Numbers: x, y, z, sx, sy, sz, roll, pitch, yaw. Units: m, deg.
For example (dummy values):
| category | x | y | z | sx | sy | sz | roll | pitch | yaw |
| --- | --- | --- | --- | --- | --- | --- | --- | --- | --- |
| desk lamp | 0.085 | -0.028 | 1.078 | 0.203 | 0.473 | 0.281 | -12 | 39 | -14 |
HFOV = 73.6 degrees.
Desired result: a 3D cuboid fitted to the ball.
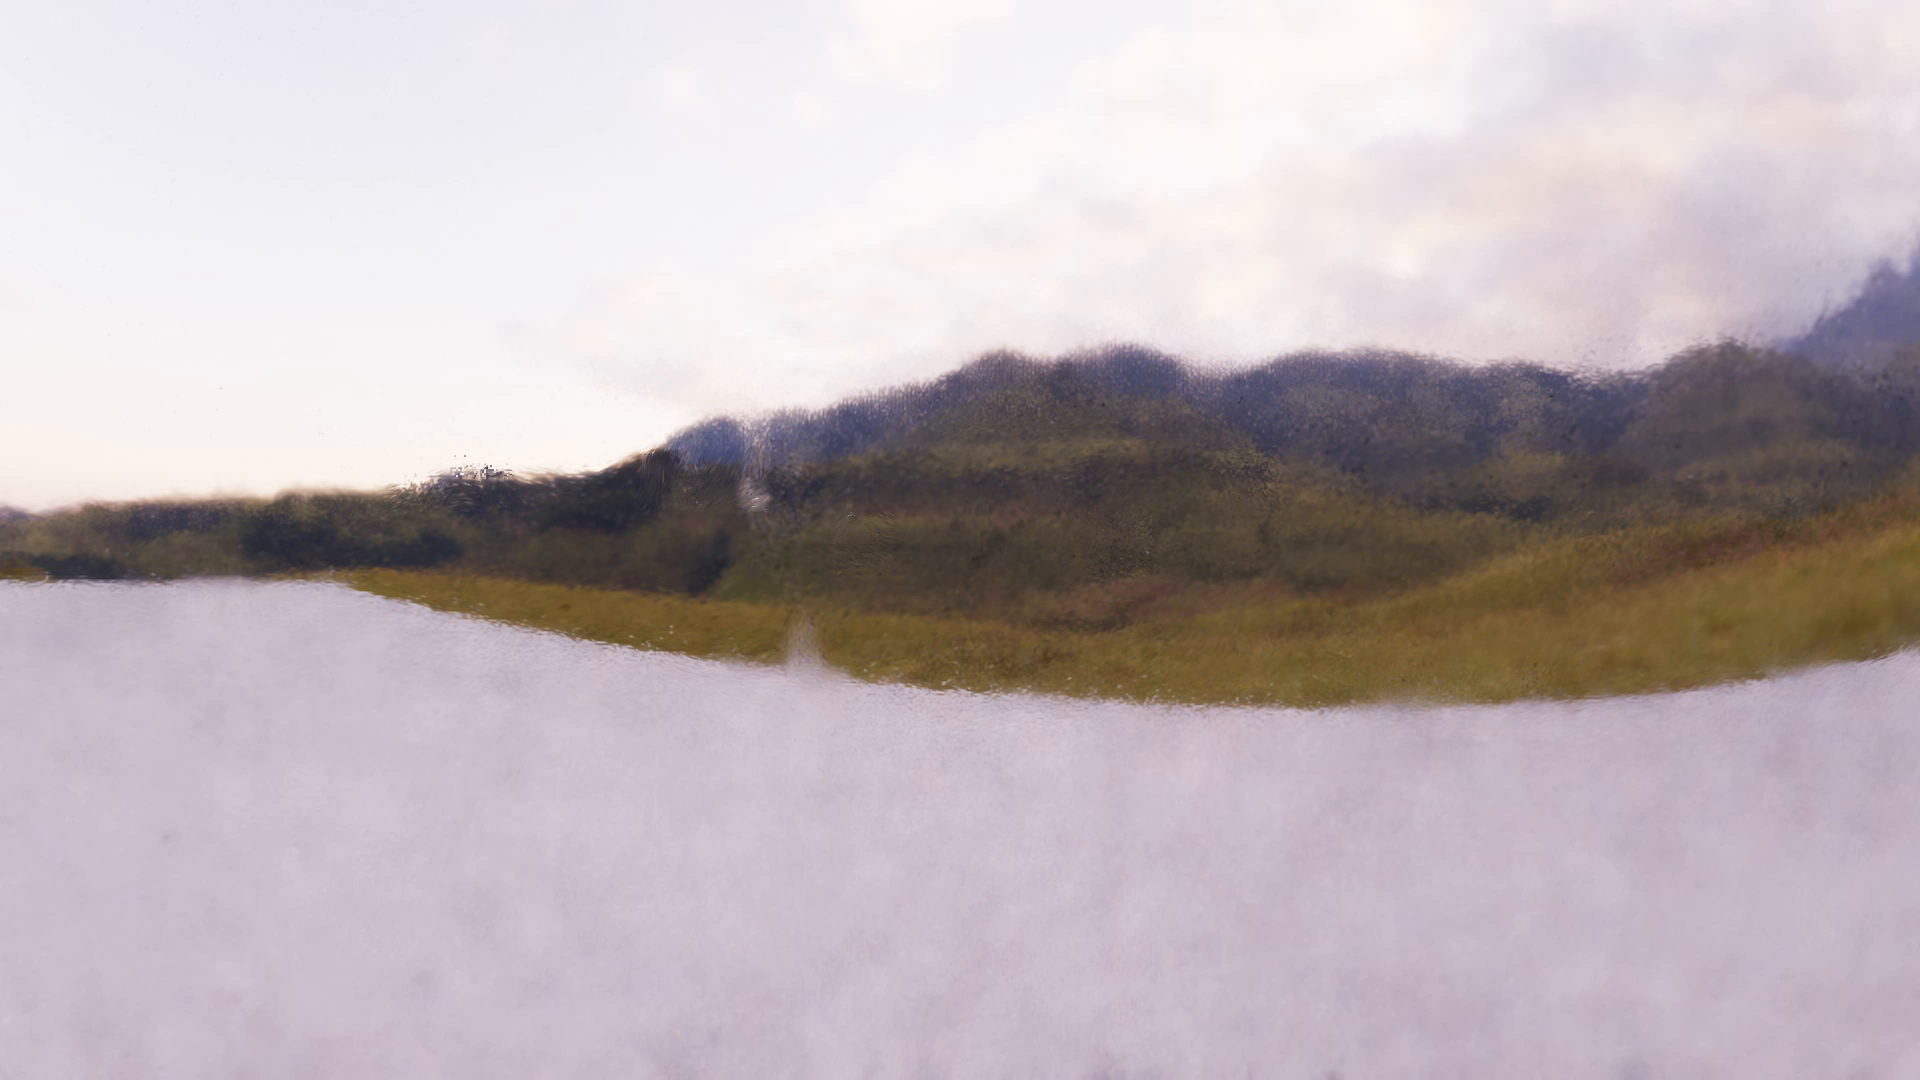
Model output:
| category | x | y | z | sx | sy | sz | roll | pitch | yaw |
| --- | --- | --- | --- | --- | --- | --- | --- | --- | --- |
| ball | 0.000 | -0.002 | 0.056 | 0.080 | 0.080 | 0.080 | 0 | 4 | 0 |
